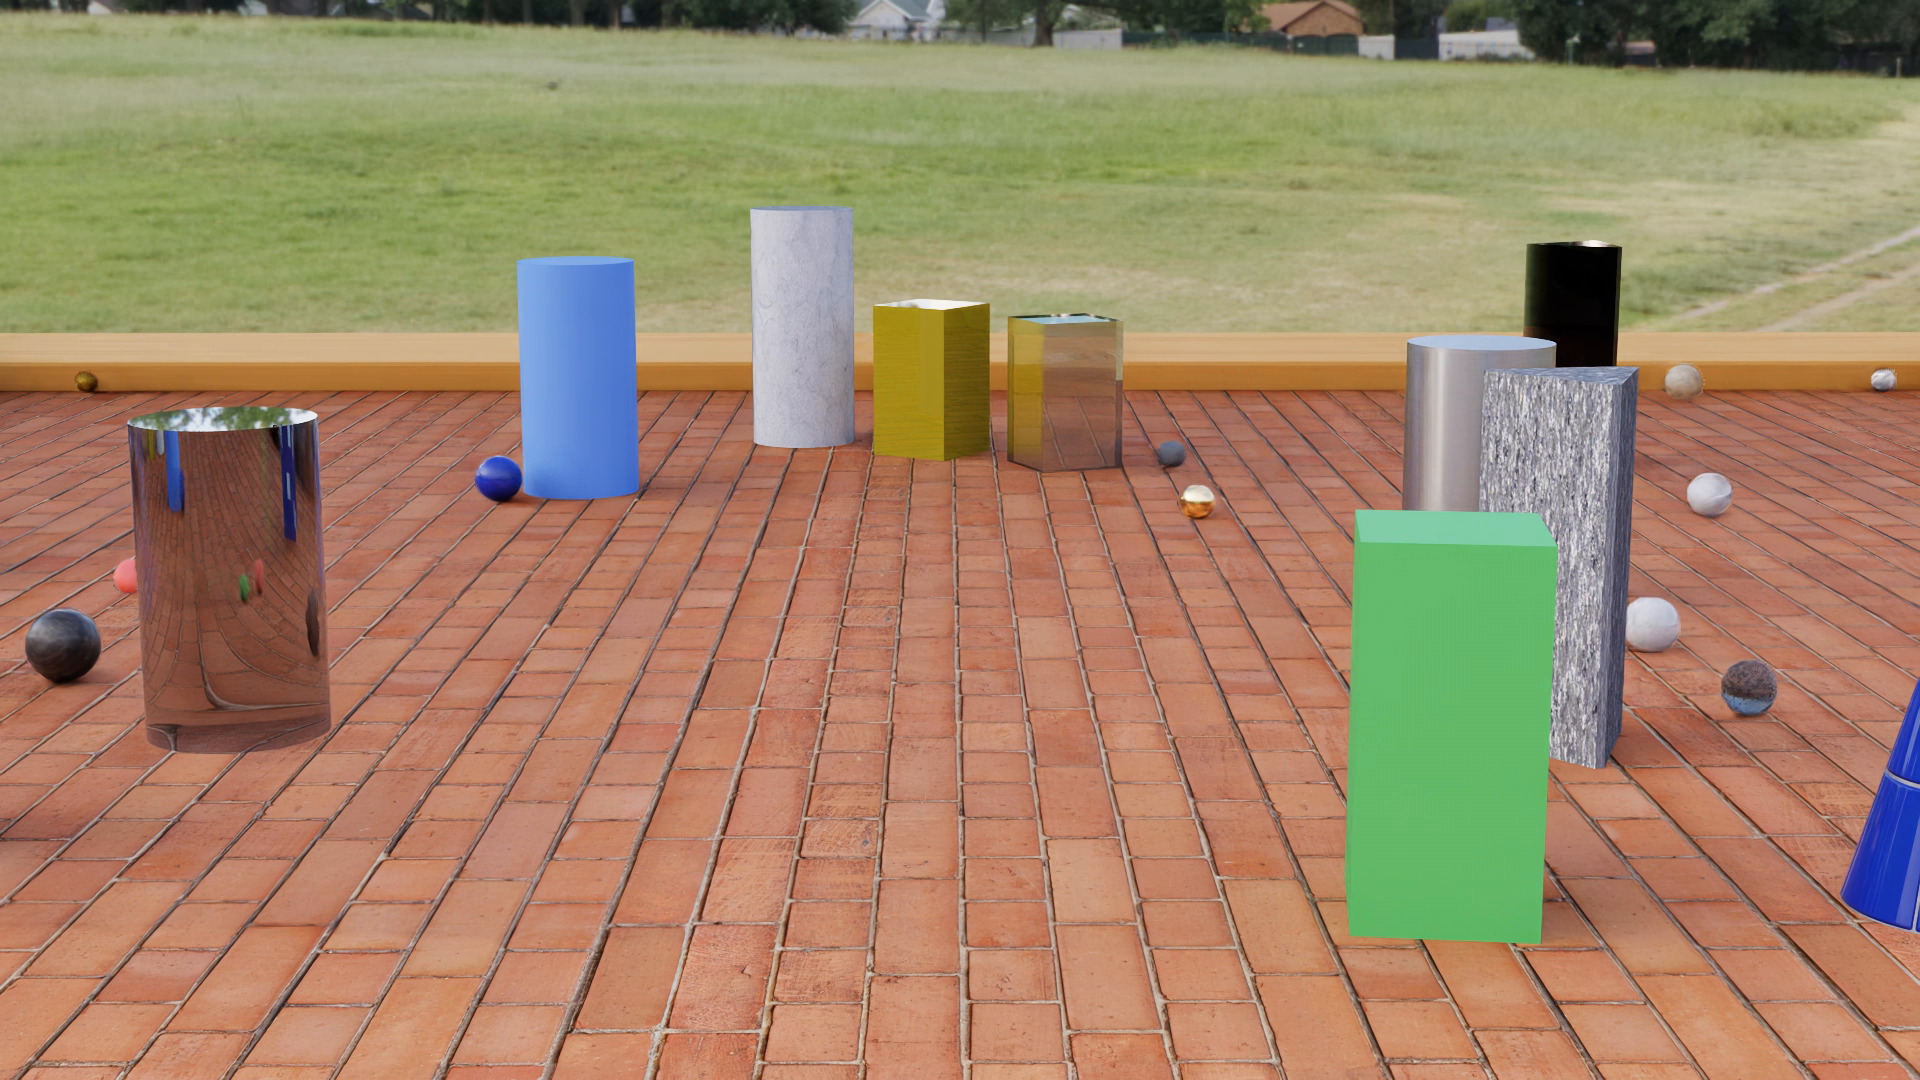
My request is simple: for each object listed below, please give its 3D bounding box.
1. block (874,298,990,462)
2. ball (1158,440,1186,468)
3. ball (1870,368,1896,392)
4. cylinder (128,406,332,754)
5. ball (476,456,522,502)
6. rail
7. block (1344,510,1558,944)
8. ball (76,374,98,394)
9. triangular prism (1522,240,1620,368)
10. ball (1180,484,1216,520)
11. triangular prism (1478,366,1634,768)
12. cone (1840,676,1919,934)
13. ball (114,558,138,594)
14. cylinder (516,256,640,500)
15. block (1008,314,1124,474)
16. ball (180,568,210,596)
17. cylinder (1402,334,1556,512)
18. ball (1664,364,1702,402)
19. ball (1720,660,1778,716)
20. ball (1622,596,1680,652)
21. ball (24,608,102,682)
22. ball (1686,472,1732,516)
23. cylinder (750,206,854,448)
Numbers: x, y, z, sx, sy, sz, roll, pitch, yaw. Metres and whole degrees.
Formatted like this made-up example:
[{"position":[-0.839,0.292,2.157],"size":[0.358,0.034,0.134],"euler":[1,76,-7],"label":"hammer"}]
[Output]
[{"position":[-0.053,-0.306,4.866],"size":[0.159,0.283,0.159],"euler":[7,12,32],"label":"block"},{"position":[0.387,-0.157,4.698],"size":[0.051,0.051,0.051],"euler":[0,10,0],"label":"ball"},{"position":[2.081,-0.360,5.784],"size":[0.054,0.054,0.054],"euler":[0,10,0],"label":"ball"},{"position":[-0.799,0.040,2.815],"size":[0.199,0.349,0.199],"euler":[0,10,0],"label":"cylinder"},{"position":[-0.779,-0.104,4.337],"size":[0.077,0.077,0.077],"euler":[0,10,0],"label":"ball"},{"position":[-0.014,-0.401,5.796],"size":[4.472,0.129,0.045],"euler":[0,10,0],"label":"rail"},{"position":[0.419,0.156,2.211],"size":[0.159,0.340,0.159],"euler":[1,11,7],"label":"block"},{"position":[-1.964,-0.352,5.771],"size":[0.045,0.045,0.045],"euler":[0,10,0],"label":"ball"},{"position":[1.143,-0.344,4.731],"size":[0.172,0.406,0.149],"euler":[6,12,29],"label":"triangular prism"},{"position":[0.386,-0.062,4.169],"size":[0.057,0.057,0.057],"euler":[0,10,0],"label":"ball"},{"position":[0.673,0.020,2.766],"size":[0.149,0.405,0.172],"euler":[-9,14,-39],"label":"triangular prism"},{"position":[0.878,0.136,2.220],"size":[0.199,0.377,0.199],"euler":[0,10,0],"label":"cone"},{"position":[-1.152,0.051,3.576],"size":[0.050,0.050,0.050],"euler":[0,10,0],"label":"ball"},{"position":[-0.658,-0.282,4.424],"size":[0.199,0.397,0.199],"euler":[0,10,0],"label":"cylinder"},{"position":[0.192,-0.272,4.718],"size":[0.159,0.270,0.159],"euler":[-4,11,-23],"label":"block"},{"position":[-1.061,0.058,3.561],"size":[0.041,0.041,0.041],"euler":[0,10,0],"label":"ball"},{"position":[0.707,-0.093,3.514],"size":[0.199,0.356,0.199],"euler":[0,10,0],"label":"cylinder"},{"position":[1.587,-0.345,5.628],"size":[0.081,0.081,0.081],"euler":[0,10,0],"label":"ball"},{"position":[0.895,0.168,2.909],"size":[0.062,0.062,0.062],"euler":[0,10,0],"label":"ball"},{"position":[0.867,0.106,3.222],"size":[0.071,0.071,0.071],"euler":[0,10,0],"label":"ball"},{"position":[-1.073,0.126,3.071],"size":[0.087,0.087,0.087],"euler":[0,10,0],"label":"ball"},{"position":[1.225,-0.074,4.191],"size":[0.072,0.072,0.072],"euler":[0,10,0],"label":"ball"},{"position":[-0.307,-0.419,5.007],"size":[0.199,0.454,0.199],"euler":[0,10,0],"label":"cylinder"}]
